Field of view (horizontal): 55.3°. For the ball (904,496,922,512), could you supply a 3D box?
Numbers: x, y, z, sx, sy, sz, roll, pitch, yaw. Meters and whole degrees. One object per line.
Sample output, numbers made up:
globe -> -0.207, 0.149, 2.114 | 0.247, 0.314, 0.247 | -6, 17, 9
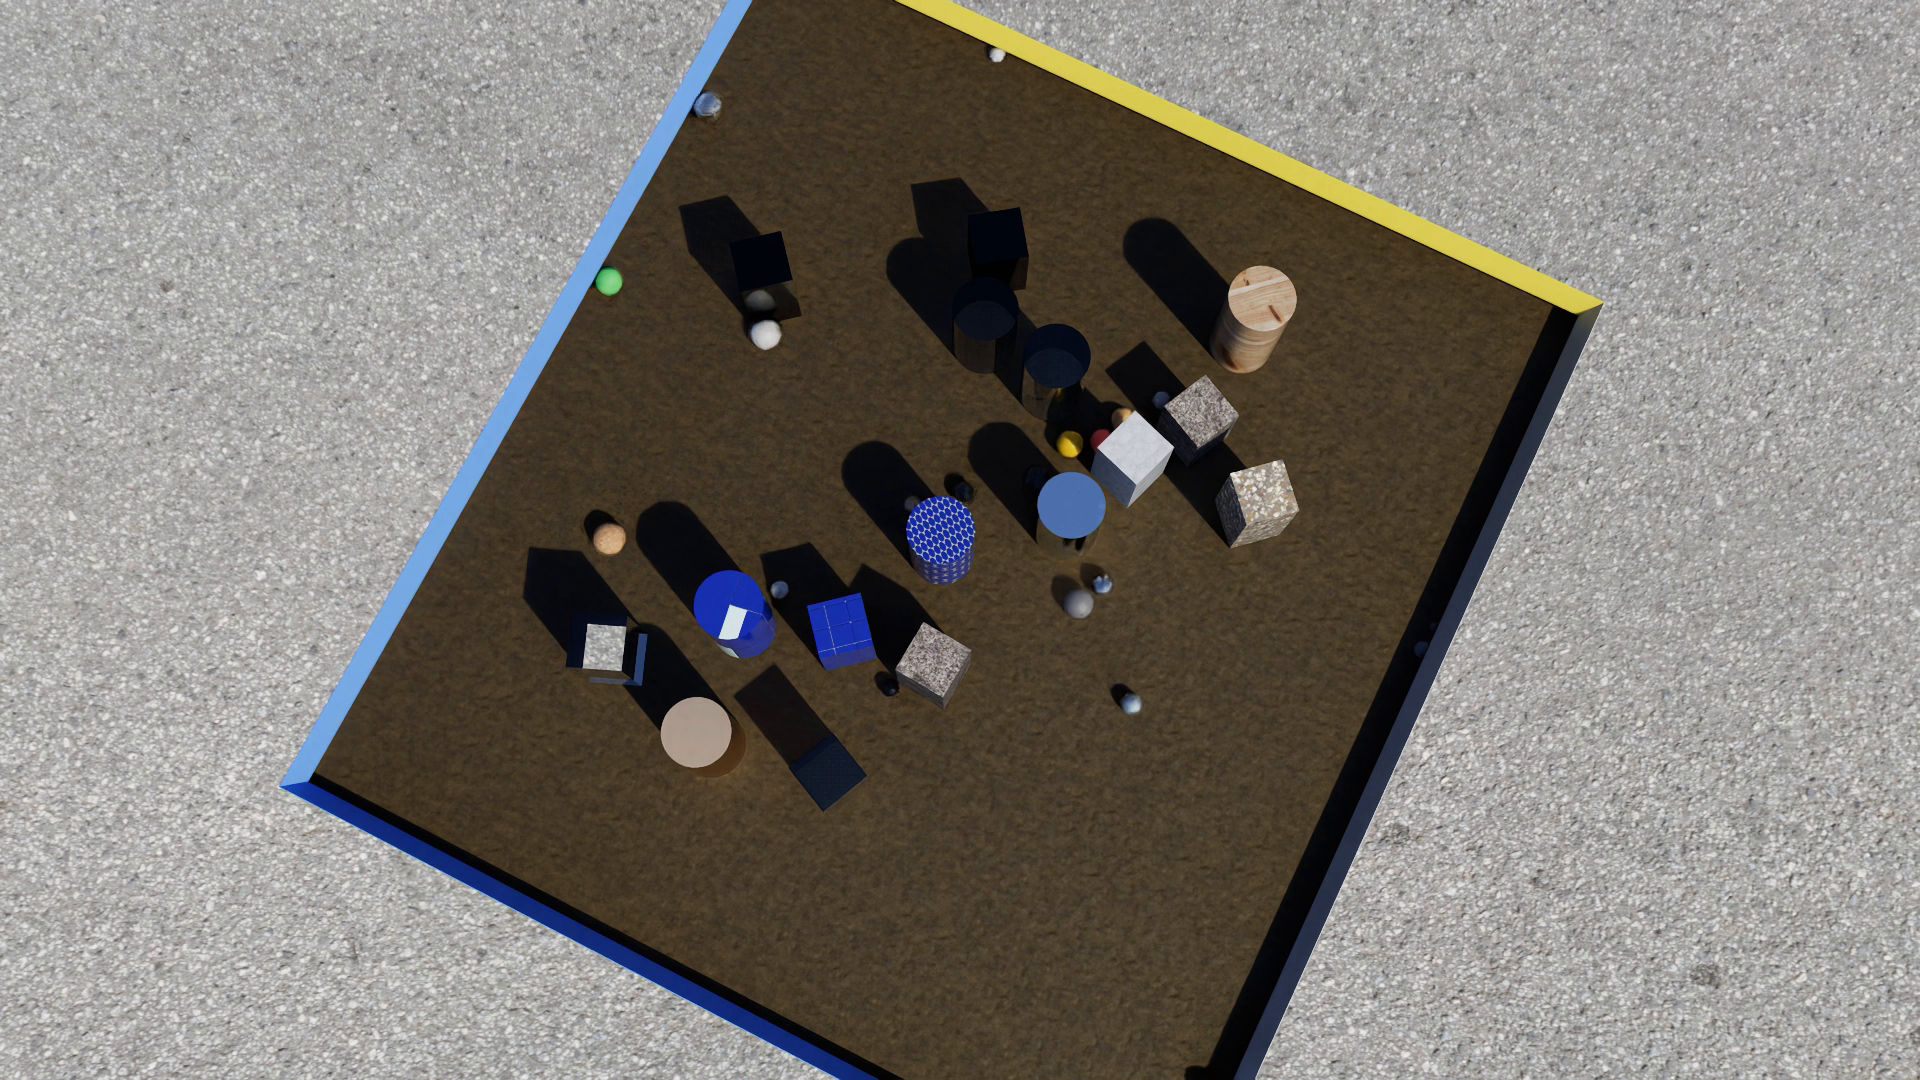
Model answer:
ball -> -0.143, -0.109, 5.612 | 0.054, 0.054, 0.054 | 0, 78, 0

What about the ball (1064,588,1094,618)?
ball -> 0.358, 0.190, 5.531 | 0.091, 0.091, 0.091 | 0, 78, 0

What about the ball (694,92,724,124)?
ball -> -0.800, -1.379, 5.852 | 0.098, 0.098, 0.098 | 0, 78, 0

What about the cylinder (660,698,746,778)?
cylinder -> -0.740, 0.575, 5.316 | 0.199, 0.355, 0.199 | 0, 78, 0

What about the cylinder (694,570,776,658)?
cylinder -> -0.655, 0.222, 5.373 | 0.199, 0.386, 0.199 | 0, 78, 0

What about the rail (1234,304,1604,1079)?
rail -> 1.270, 0.629, 5.420 | 0.045, 0.129, 3.100 | 26, 80, 5

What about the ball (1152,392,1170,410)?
ball -> 0.625, -0.431, 5.677 | 0.056, 0.056, 0.056 | 0, 78, 0

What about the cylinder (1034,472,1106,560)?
cylinder -> 0.324, -0.069, 5.468 | 0.199, 0.320, 0.199 | 0, 78, 0

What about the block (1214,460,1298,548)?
block -> 0.881, -0.104, 5.464 | 0.159, 0.341, 0.159 | -15, 79, -3

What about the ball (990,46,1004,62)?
ball -> 0.120, -1.567, 5.916 | 0.050, 0.050, 0.050 | 0, 78, 0

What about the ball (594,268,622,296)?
ball -> -1.101, -0.810, 5.741 | 0.085, 0.085, 0.085 | 0, 78, 0

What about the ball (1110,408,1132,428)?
ball -> 0.502, -0.372, 5.656 | 0.075, 0.075, 0.075 | 0, 78, 0

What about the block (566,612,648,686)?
block -> -1.033, 0.322, 5.376 | 0.159, 0.341, 0.159 | 4, 78, 1

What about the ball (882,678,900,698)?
ball -> -0.209, 0.443, 5.497 | 0.055, 0.055, 0.055 | 0, 78, 0

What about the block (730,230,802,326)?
block -> -0.593, -0.795, 5.612 | 0.159, 0.331, 0.159 | -13, 79, -3

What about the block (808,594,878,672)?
block -> -0.346, 0.274, 5.421 | 0.159, 0.272, 0.159 | -14, 79, -3

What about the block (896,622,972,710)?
block -> -0.077, 0.372, 5.383 | 0.159, 0.307, 0.159 | 30, 80, 6

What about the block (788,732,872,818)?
block -> -0.372, 0.684, 5.311 | 0.159, 0.320, 0.159 | -39, 81, -7

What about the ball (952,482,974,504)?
ball -> 0.010, -0.146, 5.612 | 0.068, 0.068, 0.068 | 0, 78, 0

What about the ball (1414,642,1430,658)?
ball -> 1.394, 0.332, 5.522 | 0.052, 0.052, 0.052 | 0, 78, 0

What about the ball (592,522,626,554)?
ball -> -1.066, -0.005, 5.567 | 0.099, 0.099, 0.099 | 0, 78, 0

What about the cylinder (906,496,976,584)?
cylinder -> -0.055, 0.005, 5.443 | 0.199, 0.338, 0.199 | 0, 78, 0

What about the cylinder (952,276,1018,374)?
cylinder -> 0.075, -0.650, 5.580 | 0.199, 0.336, 0.199 | 0, 78, 0

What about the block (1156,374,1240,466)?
block -> 0.718, -0.359, 5.564 | 0.159, 0.248, 0.159 | -37, 81, -7

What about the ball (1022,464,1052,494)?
ball -> 0.235, -0.184, 5.608 | 0.092, 0.092, 0.092 | 0, 78, 0

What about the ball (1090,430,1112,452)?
ball -> 0.438, -0.303, 5.641 | 0.076, 0.076, 0.076 | 0, 78, 0

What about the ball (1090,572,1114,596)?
ball -> 0.431, 0.135, 5.550 | 0.075, 0.075, 0.075 | 0, 78, 0

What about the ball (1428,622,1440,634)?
ball -> 1.437, 0.267, 5.540 | 0.042, 0.042, 0.042 | 0, 78, 0

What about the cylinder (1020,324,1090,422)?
cylinder -> 0.283, -0.502, 5.535 | 0.199, 0.364, 0.199 | 0, 78, 0

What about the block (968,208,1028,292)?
block -> 0.116, -0.885, 5.651 | 0.159, 0.291, 0.159 | -9, 78, -2

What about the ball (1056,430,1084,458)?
ball -> 0.337, -0.296, 5.636 | 0.083, 0.083, 0.083 | 0, 78, 0

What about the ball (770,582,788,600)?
ball -> -0.547, 0.152, 5.557 | 0.054, 0.054, 0.054 | 0, 78, 0

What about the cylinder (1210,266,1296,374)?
cylinder -> 0.880, -0.660, 5.537 | 0.199, 0.424, 0.199 | 0, 78, 0

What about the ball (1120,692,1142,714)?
ball -> 0.512, 0.489, 5.483 | 0.063, 0.063, 0.063 | 0, 78, 0

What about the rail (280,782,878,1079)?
rail -> -0.683, 1.344, 5.272 | 2.888, 0.129, 0.045 | 26, 80, 5

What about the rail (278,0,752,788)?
rail -> -1.270, -0.615, 5.677 | 0.045, 0.129, 3.100 | 26, 80, 5

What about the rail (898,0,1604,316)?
rail -> 0.683, -1.330, 5.825 | 2.888, 0.129, 0.045 | 26, 80, 5

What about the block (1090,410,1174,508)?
block -> 0.513, -0.238, 5.505 | 0.159, 0.314, 0.159 | 44, 82, 8

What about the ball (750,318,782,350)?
ball -> -0.605, -0.640, 5.701 | 0.095, 0.095, 0.095 | 0, 78, 0
